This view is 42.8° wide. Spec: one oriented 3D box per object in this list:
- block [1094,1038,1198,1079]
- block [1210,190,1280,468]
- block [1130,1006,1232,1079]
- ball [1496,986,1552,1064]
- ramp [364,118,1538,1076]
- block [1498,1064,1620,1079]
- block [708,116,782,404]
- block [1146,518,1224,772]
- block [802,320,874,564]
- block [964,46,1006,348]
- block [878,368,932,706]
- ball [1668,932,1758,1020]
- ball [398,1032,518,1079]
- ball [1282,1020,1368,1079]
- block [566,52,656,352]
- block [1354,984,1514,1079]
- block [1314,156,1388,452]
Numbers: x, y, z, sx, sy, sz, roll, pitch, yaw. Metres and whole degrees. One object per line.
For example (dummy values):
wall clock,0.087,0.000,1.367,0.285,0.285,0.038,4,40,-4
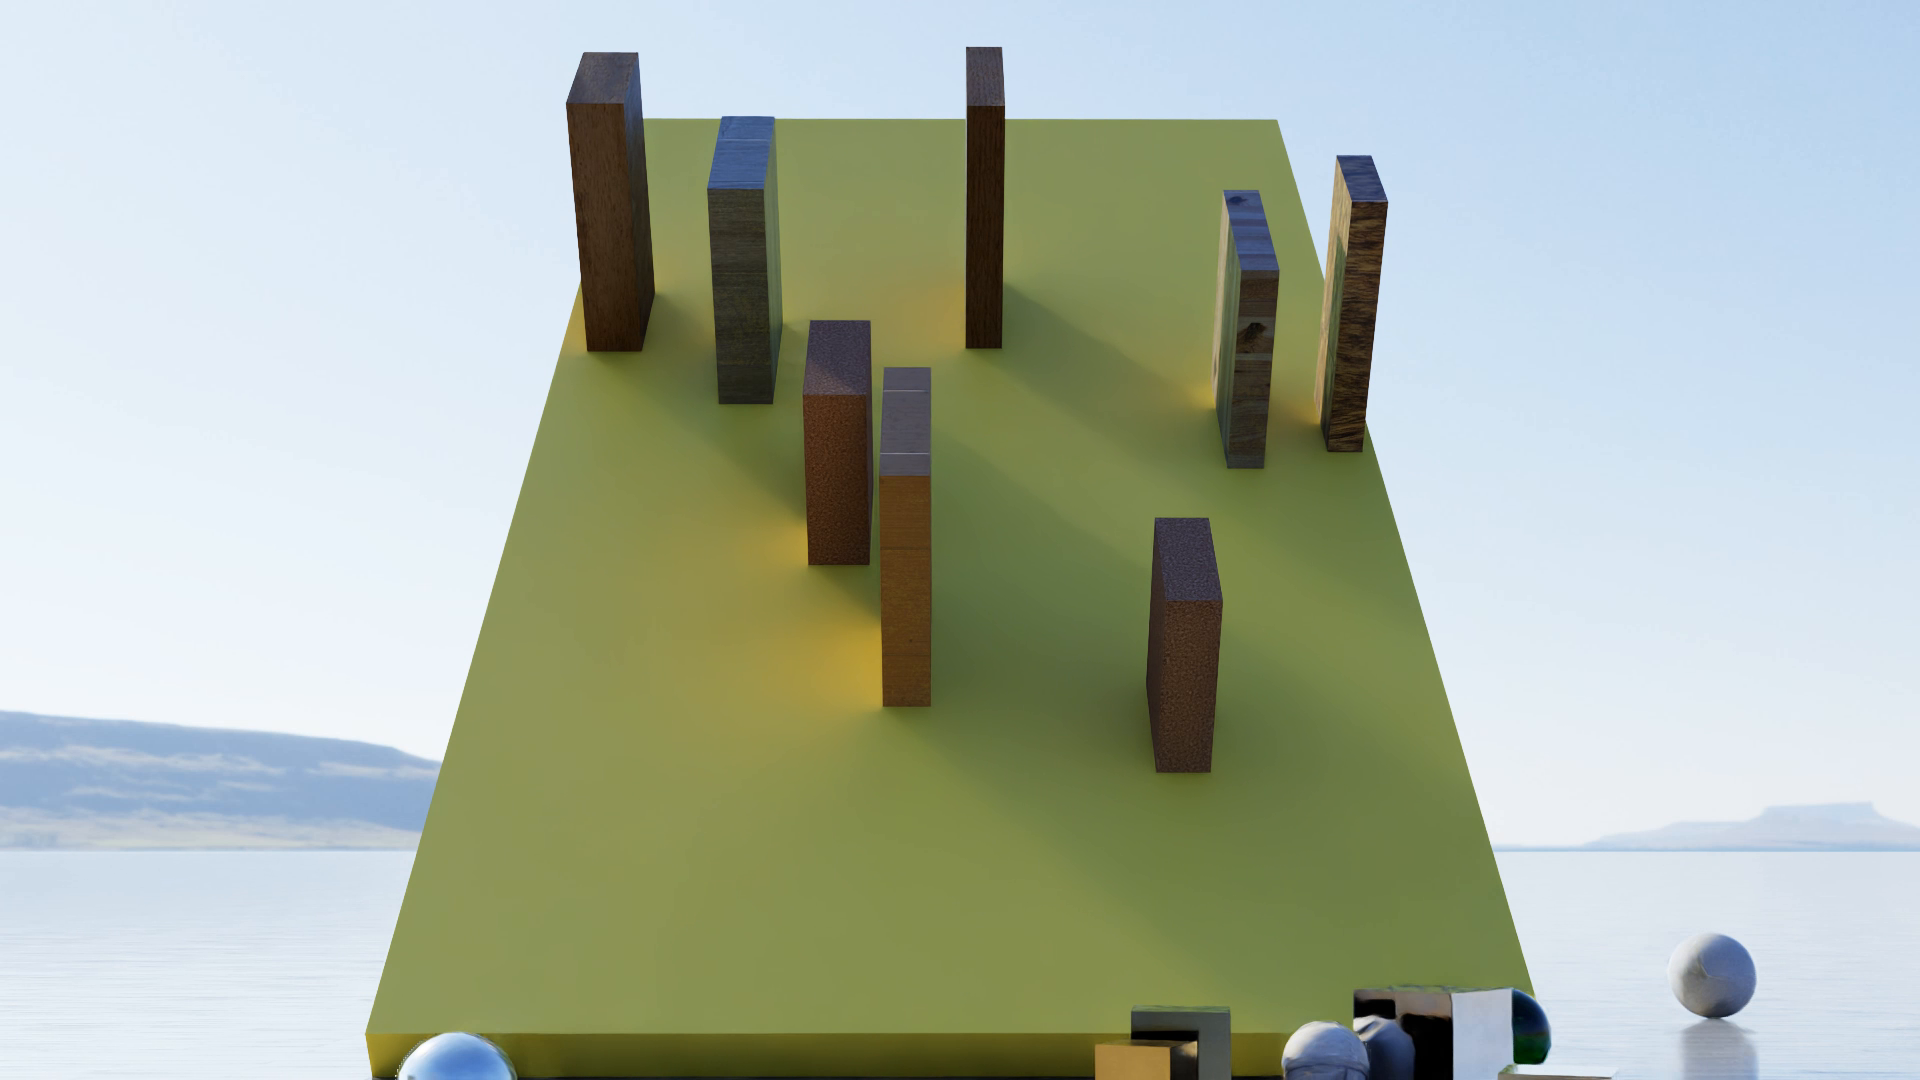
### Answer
block,0.267,0.775,3.494,0.113,0.113,0.113,-3,-8,25
block,0.669,-0.501,5.789,0.085,0.514,0.435,0,32,0
block,0.336,0.784,3.704,0.147,0.147,0.147,-1,-7,6
ball,0.856,0.779,3.854,0.149,0.149,0.149,0,-7,0
ramp,-0.015,-0.188,5.863,2.000,0.100,4.000,0,32,0
block,0.708,0.691,2.886,0.129,0.129,0.129,-2,-7,18
block,-0.524,-0.691,6.029,0.132,0.572,0.438,0,32,0
block,0.434,0.204,4.773,0.106,0.401,0.294,0,32,0
block,-0.266,-0.217,5.413,0.134,0.426,0.344,0,32,0
block,0.061,-0.872,6.239,0.093,0.658,0.394,0,32,0
block,-0.107,-0.009,4.976,0.097,0.541,0.435,0,32,0
ball,1.721,0.996,5.600,0.197,0.197,0.197,0,-7,0
ball,-0.643,0.708,3.130,0.156,0.156,0.156,0,-7,0
ball,0.552,0.792,3.702,0.130,0.130,0.130,0,-7,0
block,-0.878,-0.853,6.192,0.139,0.670,0.338,0,32,0
block,0.726,0.777,3.753,0.174,0.174,0.174,-6,-10,42
block,0.914,-0.551,5.746,0.082,0.646,0.260,0,32,0
